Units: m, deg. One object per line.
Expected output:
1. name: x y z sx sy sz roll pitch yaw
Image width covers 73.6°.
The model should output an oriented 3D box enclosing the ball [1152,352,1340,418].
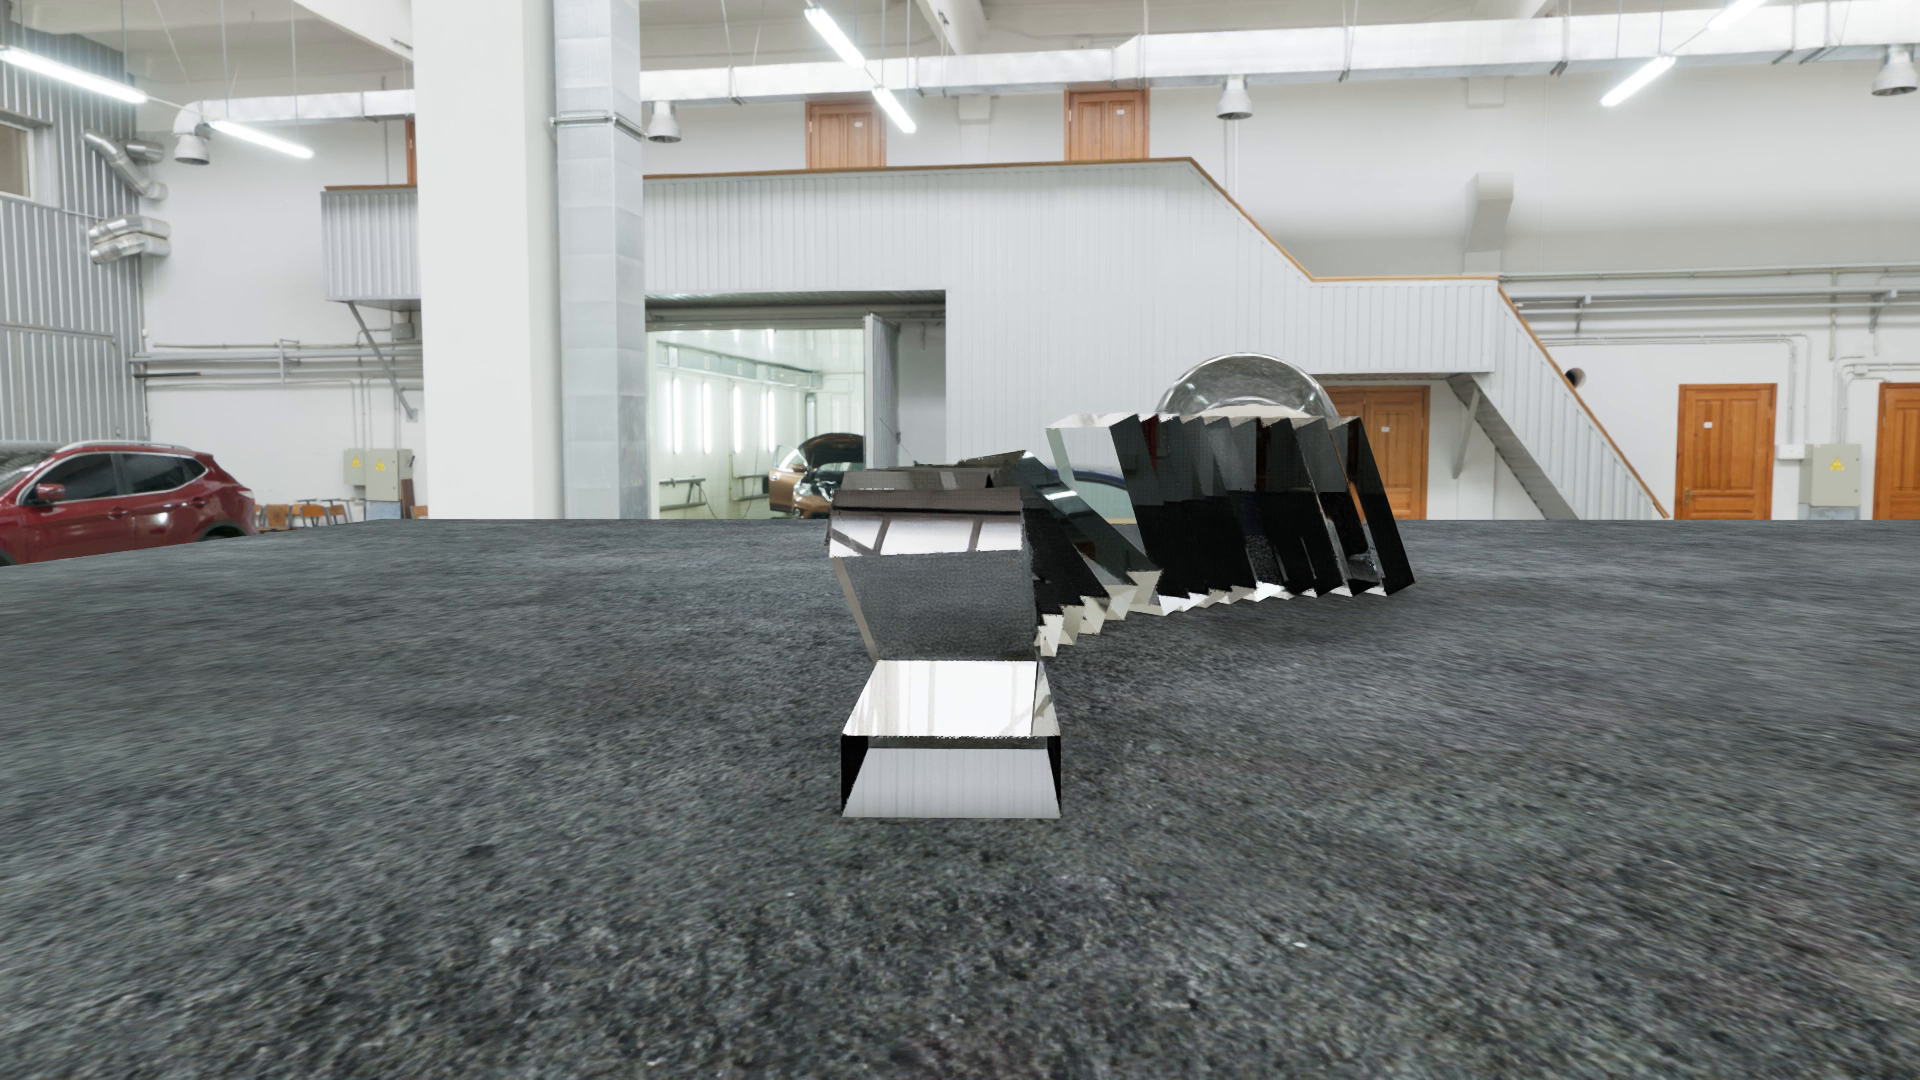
1. ball: 0.116 -0.037 0.528 0.080 0.080 0.080 0 4 0

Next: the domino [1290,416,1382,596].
1. domino: 0.102 -0.010 0.366 0.009 0.050 0.025 -23 9 -11

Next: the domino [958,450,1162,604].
1. domino: 0.022 -0.002 0.307 0.050 0.009 0.025 39 -25 -29

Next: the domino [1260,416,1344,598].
1. domino: 0.091 -0.010 0.365 0.010 0.050 0.025 -23 10 -13

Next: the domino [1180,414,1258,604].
1. domino: 0.063 -0.009 0.349 0.010 0.050 0.025 -25 13 -19

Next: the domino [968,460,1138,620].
1. domino: 0.016 0.001 0.295 0.025 0.009 0.050 -1 -35 50

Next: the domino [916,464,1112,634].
1. domino: 0.011 0.003 0.278 0.025 0.009 0.050 3 -33 36

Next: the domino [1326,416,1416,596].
1. domino: 0.112 -0.010 0.368 0.009 0.050 0.025 -23 9 -11

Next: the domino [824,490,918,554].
1. domino: -0.003 0.009 0.210 0.025 0.009 0.050 1 -29 11

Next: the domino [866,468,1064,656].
1. domino: 0.001 0.005 0.245 0.025 0.009 0.050 2 -33 22

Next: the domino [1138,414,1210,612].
1. domino: 0.046 -0.007 0.332 0.010 0.050 0.025 -27 17 -28

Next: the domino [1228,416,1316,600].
1. domino: 0.082 -0.009 0.360 0.009 0.050 0.025 -23 10 -13

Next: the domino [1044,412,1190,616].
1. domino: 0.040 -0.007 0.323 0.009 0.050 0.025 -28 18 -29

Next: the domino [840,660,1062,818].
1. domino: 0.000 0.025 0.171 0.025 0.010 0.050 0 4 1

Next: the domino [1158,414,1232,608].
1. domino: 0.054 -0.008 0.341 0.010 0.050 0.025 -26 15 -24

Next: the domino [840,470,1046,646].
1. domino: -0.002 0.006 0.228 0.025 0.009 0.050 1 -33 18

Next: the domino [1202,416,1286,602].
1. domino: 0.072 -0.009 0.356 0.010 0.050 0.025 -23 10 -13

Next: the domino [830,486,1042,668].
1. domino: -0.002 0.010 0.190 0.025 0.010 0.050 -2 -30 6

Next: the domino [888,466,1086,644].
1. domino: 0.005 0.004 0.262 0.025 0.009 0.050 2 -33 30
